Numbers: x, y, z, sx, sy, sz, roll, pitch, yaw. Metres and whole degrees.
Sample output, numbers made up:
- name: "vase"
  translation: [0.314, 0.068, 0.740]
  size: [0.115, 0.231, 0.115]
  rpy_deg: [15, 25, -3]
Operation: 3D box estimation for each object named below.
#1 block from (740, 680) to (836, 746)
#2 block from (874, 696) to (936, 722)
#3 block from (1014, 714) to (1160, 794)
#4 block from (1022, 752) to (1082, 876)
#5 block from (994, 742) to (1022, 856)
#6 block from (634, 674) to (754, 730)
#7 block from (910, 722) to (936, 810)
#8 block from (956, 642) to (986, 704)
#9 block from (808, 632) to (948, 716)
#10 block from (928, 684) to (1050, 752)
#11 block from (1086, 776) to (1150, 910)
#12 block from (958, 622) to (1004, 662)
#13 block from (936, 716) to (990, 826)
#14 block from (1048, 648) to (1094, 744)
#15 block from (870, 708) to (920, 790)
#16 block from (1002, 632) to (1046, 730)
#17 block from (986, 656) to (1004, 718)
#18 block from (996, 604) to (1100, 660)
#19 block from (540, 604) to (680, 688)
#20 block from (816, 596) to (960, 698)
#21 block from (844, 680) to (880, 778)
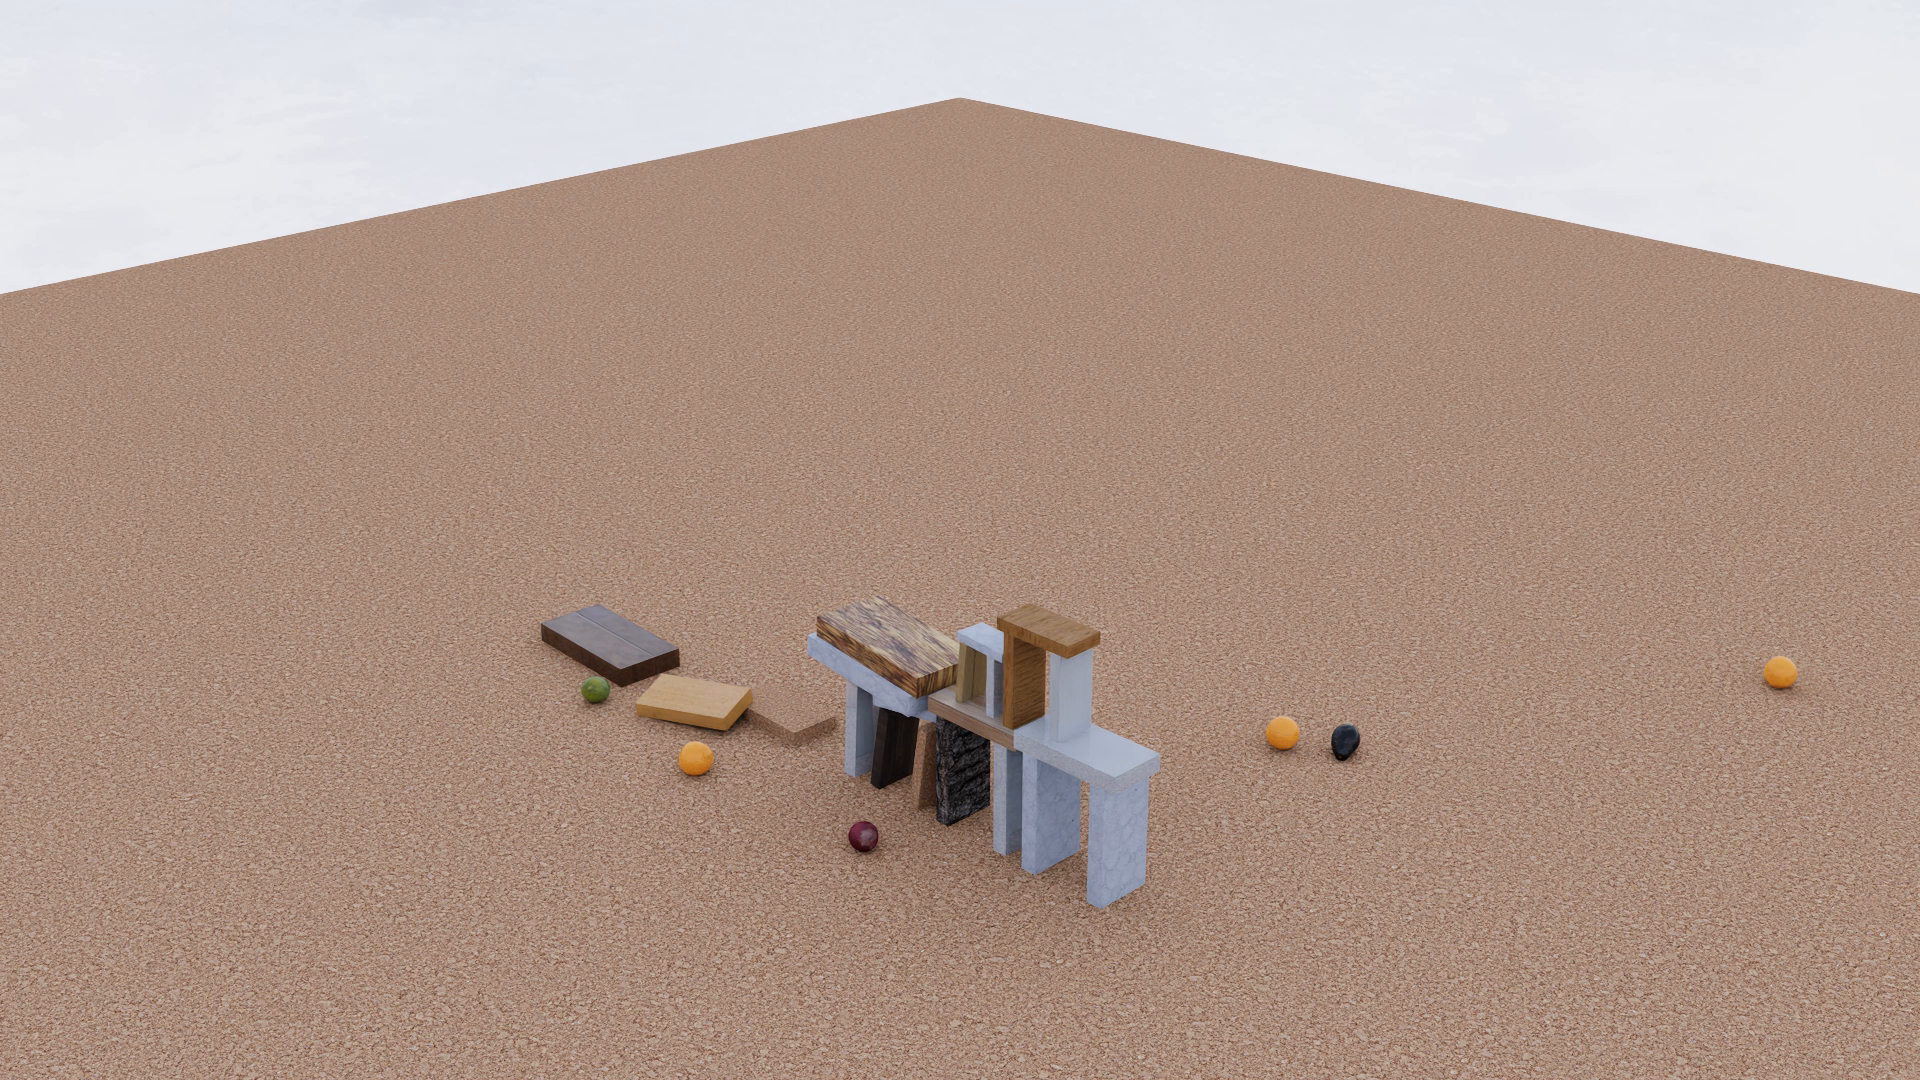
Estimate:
- name: "block"
  translation: [-0.392, 0.379, 4.825]
  size: [0.116, 0.033, 0.232]
  rpy_deg: [-20, 30, -39]
- name: "block"
  translation: [-0.070, 0.327, 4.461]
  size: [0.191, 0.027, 0.095]
  rpy_deg: [13, 26, 29]
- name: "block"
  translation: [0.237, 0.396, 4.129]
  size: [0.255, 0.036, 0.127]
  rpy_deg: [21, 31, 41]
- name: "block"
  translation: [0.177, 0.506, 4.242]
  size: [0.036, 0.255, 0.127]
  rpy_deg: [21, 31, 41]
- name: "block"
  translation: [0.120, 0.487, 4.306]
  size: [0.120, 0.239, 0.034]
  rpy_deg: [-21, 31, -41]
- name: "block"
  translation: [-0.584, 0.355, 4.833]
  size: [0.232, 0.033, 0.116]
  rpy_deg: [7, 34, 26]
- name: "block"
  translation: [-0.047, 0.449, 4.455]
  size: [0.095, 0.191, 0.027]
  rpy_deg: [-17, 37, -35]
- name: "block"
  translation: [0.025, 0.250, 4.303]
  size: [0.065, 0.130, 0.018]
  rpy_deg: [-20, 36, -39]
- name: "block"
  translation: [-0.149, 0.254, 4.514]
  size: [0.162, 0.046, 0.323]
  rpy_deg: [-19, 33, -38]
- name: "block"
  translation: [0.064, 0.339, 4.304]
  size: [0.120, 0.034, 0.239]
  rpy_deg: [-21, 31, -40]
- name: "block"
  translation: [0.297, 0.553, 4.131]
  size: [0.036, 0.255, 0.127]
  rpy_deg: [21, 31, 41]
- name: "block"
  translation: [0.062, 0.197, 4.239]
  size: [0.065, 0.018, 0.130]
  rpy_deg: [-19, 30, -37]
- name: "block"
  translation: [0.007, 0.443, 4.409]
  size: [0.120, 0.239, 0.034]
  rpy_deg: [-21, 31, -41]
- name: "block"
  translation: [0.208, 0.281, 4.122]
  size: [0.026, 0.181, 0.090]
  rpy_deg: [21, 31, 41]
- name: "block"
  translation: [-0.132, 0.415, 4.536]
  size: [0.095, 0.191, 0.027]
  rpy_deg: [-21, 41, -41]
- name: "block"
  translation: [0.123, 0.256, 4.204]
  size: [0.090, 0.198, 0.026]
  rpy_deg: [-21, 31, -40]
- name: "block"
  translation: [0.081, 0.273, 4.252]
  size: [0.065, 0.130, 0.018]
  rpy_deg: [-21, 31, -40]
- name: "block"
  translation: [0.165, 0.170, 4.121]
  size: [0.090, 0.026, 0.181]
  rpy_deg: [-21, 31, -40]
- name: "block"
  translation: [-0.817, 0.244, 5.128]
  size: [0.162, 0.046, 0.331]
  rpy_deg: [-20, 30, -38]
- name: "block"
  translation: [-0.130, 0.215, 4.490]
  size: [0.162, 0.046, 0.323]
  rpy_deg: [-18, 33, -37]
- name: "block"
  translation: [-0.185, 0.370, 4.588]
  size: [0.116, 0.232, 0.033]
  rpy_deg: [-21, 35, -40]
